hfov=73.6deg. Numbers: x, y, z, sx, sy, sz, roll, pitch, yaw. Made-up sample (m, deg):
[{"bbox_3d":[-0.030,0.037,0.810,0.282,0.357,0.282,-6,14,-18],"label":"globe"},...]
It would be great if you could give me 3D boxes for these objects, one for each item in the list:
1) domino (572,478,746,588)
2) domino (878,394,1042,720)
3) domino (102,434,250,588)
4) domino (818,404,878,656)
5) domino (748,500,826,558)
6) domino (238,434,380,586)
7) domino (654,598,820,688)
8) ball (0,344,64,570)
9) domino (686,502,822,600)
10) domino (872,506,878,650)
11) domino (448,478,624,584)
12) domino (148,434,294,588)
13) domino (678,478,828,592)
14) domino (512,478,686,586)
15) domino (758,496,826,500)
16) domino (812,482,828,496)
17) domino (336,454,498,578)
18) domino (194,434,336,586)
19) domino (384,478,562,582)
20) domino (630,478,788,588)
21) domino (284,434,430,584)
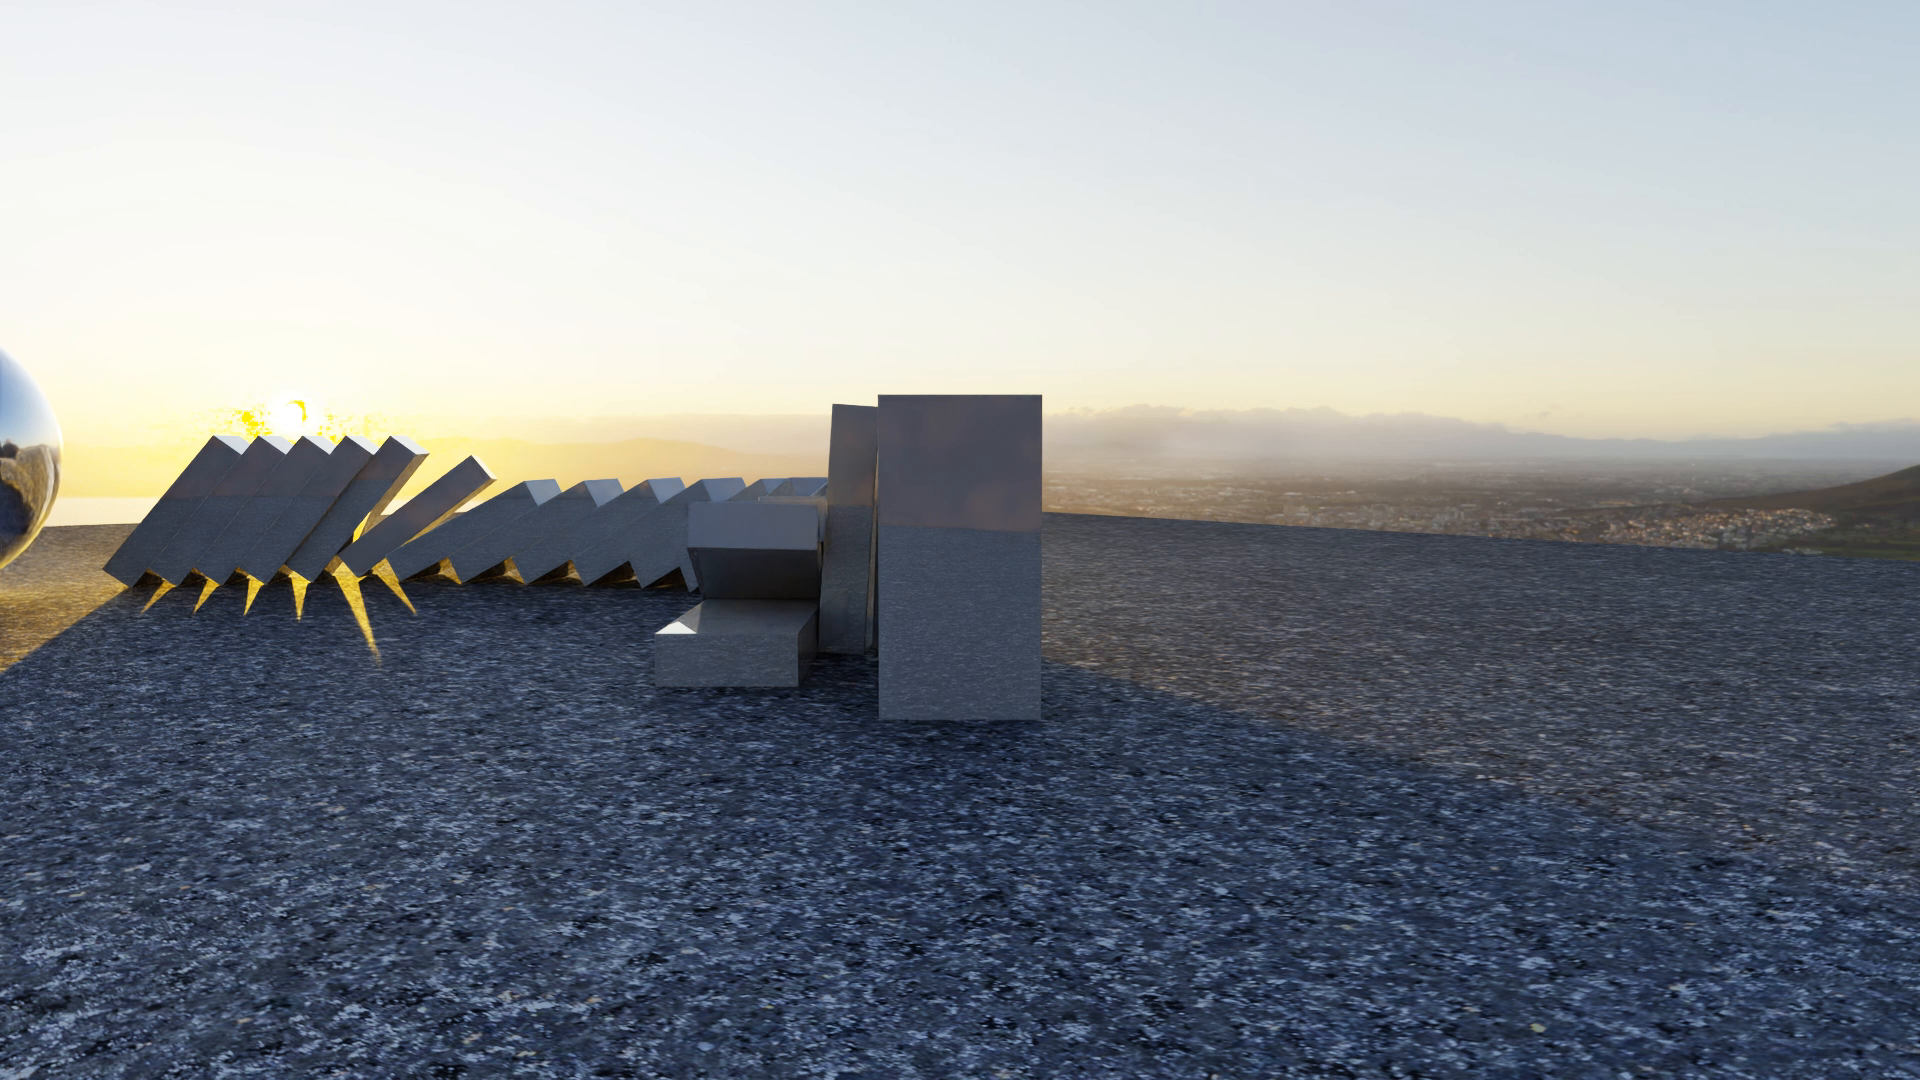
[{"bbox_3d":[-0.089,-0.003,0.385,0.050,0.009,0.025,-29,-5,17],"label":"domino"},{"bbox_3d":[0.000,0.002,0.201,0.025,0.050,0.009,0,4,0],"label":"domino"},{"bbox_3d":[-0.236,-0.009,0.391,0.010,0.050,0.025,38,-5,-13],"label":"domino"},{"bbox_3d":[-0.022,-0.003,0.269,0.009,0.050,0.025,4,4,2],"label":"domino"},{"bbox_3d":[-0.042,0.005,0.295,0.025,0.009,0.050,-1,-22,-6],"label":"domino"},{"bbox_3d":[-0.200,-0.010,0.399,0.009,0.050,0.025,38,-5,-13],"label":"domino"},{"bbox_3d":[-0.041,0.019,0.249,0.025,0.010,0.050,0,4,-1],"label":"domino"},{"bbox_3d":[-0.280,-0.022,0.331,0.080,0.080,0.080,0,4,0],"label":"ball"},{"bbox_3d":[-0.042,0.007,0.271,0.025,0.010,0.050,1,-22,-4],"label":"domino"},{"bbox_3d":[-0.004,-0.002,0.262,0.025,0.050,0.010,-3,10,-34],"label":"domino"},{"bbox_3d":[-0.130,-0.003,0.399,0.050,0.009,0.025,-27,0,9],"label":"domino"},{"bbox_3d":[-0.224,-0.010,0.394,0.009,0.050,0.025,38,-5,-13],"label":"domino"},{"bbox_3d":[-0.053,-0.001,0.361,0.050,0.009,0.025,-33,-17,33],"label":"domino"},{"bbox_3d":[-0.109,-0.003,0.394,0.050,0.009,0.025,-28,-1,11],"label":"domino"},{"bbox_3d":[-0.039,0.003,0.319,0.025,0.010,0.050,-1,-22,-14],"label":"domino"},{"bbox_3d":[-0.038,-0.001,0.346,0.025,0.009,0.050,-2,-26,-48],"label":"domino"},{"bbox_3d":[-0.173,-0.008,0.411,0.050,0.009,0.025,-40,11,-11],"label":"domino"},{"bbox_3d":[-0.212,-0.010,0.396,0.009,0.050,0.025,38,-5,-13],"label":"domino"},{"bbox_3d":[-0.152,-0.003,0.404,0.050,0.009,0.025,-27,2,5],"label":"domino"},{"bbox_3d":[-0.070,-0.002,0.377,0.050,0.010,0.025,-29,-7,19],"label":"domino"},{"bbox_3d":[-0.189,-0.010,0.404,0.010,0.050,0.025,38,-4,-13],"label":"domino"}]
